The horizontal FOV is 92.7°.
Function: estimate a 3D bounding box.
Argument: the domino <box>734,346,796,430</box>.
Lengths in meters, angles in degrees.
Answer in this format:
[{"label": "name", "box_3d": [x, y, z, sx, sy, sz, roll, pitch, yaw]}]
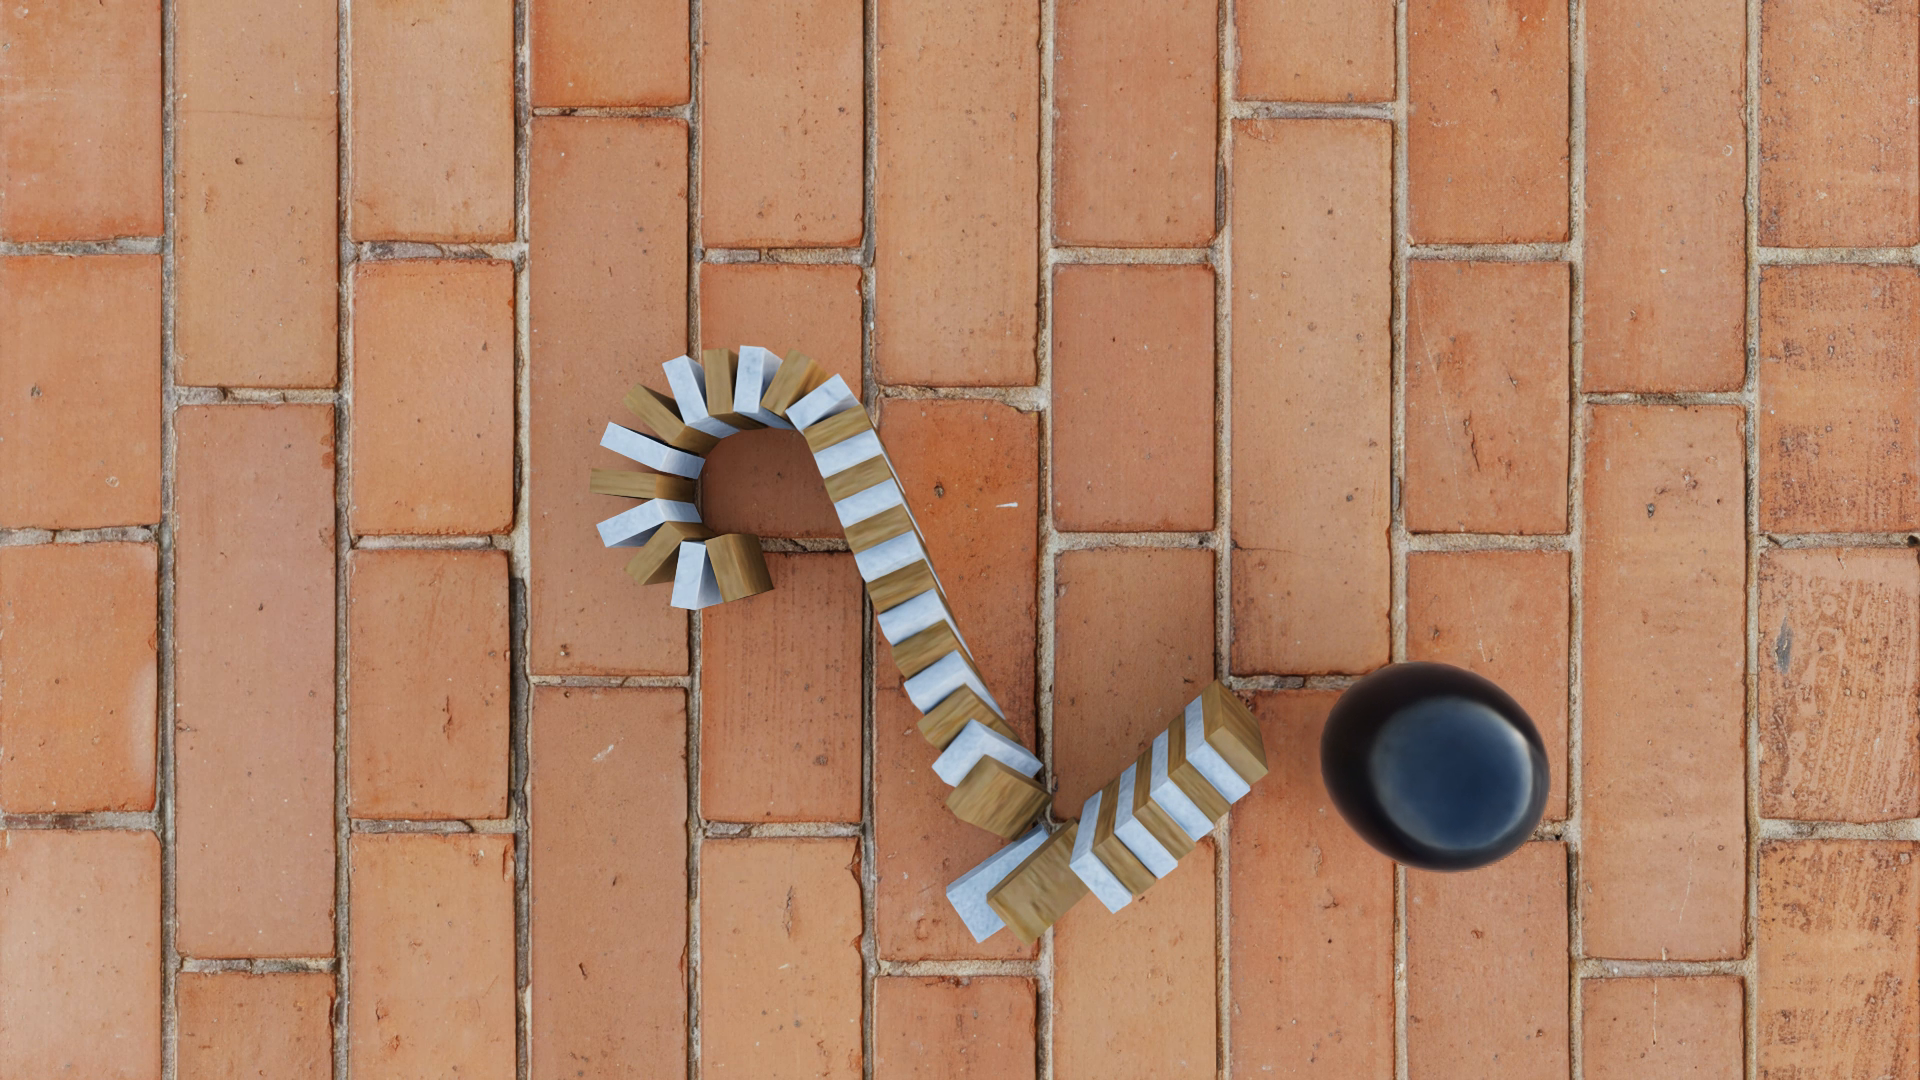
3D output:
[{"label": "domino", "box_3d": [-0.078, -0.061, 0.375, 0.009, 0.050, 0.025, 6, 90, 7]}]

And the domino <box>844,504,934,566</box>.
[{"label": "domino", "box_3d": [-0.028, 0.003, 0.375, 0.025, 0.050, 0.009, -24, 67, 0]}]

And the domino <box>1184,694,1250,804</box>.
[{"label": "domino", "box_3d": [0.104, 0.084, 0.375, 0.025, 0.050, 0.009, 46, 108, 0]}]

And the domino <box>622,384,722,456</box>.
[{"label": "domino", "box_3d": [-0.117, -0.048, 0.375, 0.025, 0.050, 0.010, 41, 91, 0]}]

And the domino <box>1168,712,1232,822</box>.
[{"label": "domino", "box_3d": [0.097, 0.091, 0.375, 0.025, 0.050, 0.010, 46, 108, 0]}]

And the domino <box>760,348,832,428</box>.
[{"label": "domino", "box_3d": [-0.063, -0.059, 0.375, 0.009, 0.050, 0.025, 29, 90, 9]}]

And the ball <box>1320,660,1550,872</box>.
[{"label": "ball", "box_3d": [0.184, 0.088, 0.360, 0.080, 0.080, 0.080, 0, 90, 0]}]

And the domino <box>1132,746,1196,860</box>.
[{"label": "domino", "box_3d": [0.084, 0.106, 0.375, 0.025, 0.050, 0.009, 46, 108, 0]}]

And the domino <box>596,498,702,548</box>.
[{"label": "domino", "box_3d": [-0.126, -0.007, 0.375, 0.025, 0.050, 0.010, -24, 90, 0]}]

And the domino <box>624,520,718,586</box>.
[{"label": "domino", "box_3d": [-0.117, 0.005, 0.375, 0.010, 0.050, 0.025, 42, 90, 0]}]

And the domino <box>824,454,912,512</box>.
[{"label": "domino", "box_3d": [-0.036, -0.016, 0.375, 0.025, 0.050, 0.010, -24, 70, 0]}]

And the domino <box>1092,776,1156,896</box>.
[{"label": "domino", "box_3d": [0.069, 0.120, 0.375, 0.025, 0.050, 0.010, 46, 109, 0]}]

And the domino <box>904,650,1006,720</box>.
[{"label": "domino", "box_3d": [-0.001, 0.067, 0.378, 0.025, 0.050, 0.010, -32, 49, 0]}]

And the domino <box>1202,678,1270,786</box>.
[{"label": "domino", "box_3d": [0.112, 0.077, 0.375, 0.025, 0.050, 0.010, 46, 108, 0]}]

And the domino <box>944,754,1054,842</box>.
[{"label": "domino", "box_3d": [0.017, 0.107, 0.378, 0.025, 0.050, 0.009, -49, 48, 0]}]

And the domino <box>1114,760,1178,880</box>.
[{"label": "domino", "box_3d": [0.077, 0.113, 0.375, 0.025, 0.050, 0.009, 46, 108, 0]}]

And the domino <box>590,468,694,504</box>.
[{"label": "domino", "box_3d": [-0.129, -0.022, 0.375, 0.025, 0.050, 0.009, 6, 90, 0]}]

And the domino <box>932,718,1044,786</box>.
[{"label": "domino", "box_3d": [0.012, 0.093, 0.378, 0.025, 0.050, 0.010, -50, 48, 1]}]

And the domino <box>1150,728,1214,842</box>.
[{"label": "domino", "box_3d": [0.091, 0.099, 0.375, 0.025, 0.050, 0.010, 46, 108, 0]}]

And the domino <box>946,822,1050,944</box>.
[{"label": "domino", "box_3d": [0.022, 0.148, 0.395, 0.050, 0.010, 0.025, -34, 90, 0]}]

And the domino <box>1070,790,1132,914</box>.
[{"label": "domino", "box_3d": [0.060, 0.126, 0.375, 0.009, 0.050, 0.025, -43, 90, 20]}]

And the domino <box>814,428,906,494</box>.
[{"label": "domino", "box_3d": [-0.040, -0.027, 0.375, 0.025, 0.050, 0.009, -24, 71, 0]}]

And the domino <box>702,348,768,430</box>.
[{"label": "domino", "box_3d": [-0.091, -0.061, 0.375, 0.009, 0.050, 0.025, -5, 90, 3]}]

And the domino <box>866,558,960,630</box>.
[{"label": "domino", "box_3d": [-0.018, 0.028, 0.376, 0.025, 0.050, 0.010, -24, 58, 0]}]

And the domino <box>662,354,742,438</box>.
[{"label": "domino", "box_3d": [-0.105, -0.057, 0.375, 0.009, 0.050, 0.025, -21, 90, 1]}]

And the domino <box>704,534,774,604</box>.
[{"label": "domino", "box_3d": [-0.089, 0.011, 0.375, 0.010, 0.050, 0.025, -17, 90, 0]}]

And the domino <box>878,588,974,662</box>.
[{"label": "domino", "box_3d": [-0.013, 0.041, 0.377, 0.025, 0.050, 0.010, -26, 54, 0]}]

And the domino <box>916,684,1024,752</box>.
[{"label": "domino", "box_3d": [0.005, 0.080, 0.378, 0.025, 0.050, 0.009, -40, 48, 0]}]

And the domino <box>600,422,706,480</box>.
[{"label": "domino", "box_3d": [-0.124, -0.036, 0.375, 0.025, 0.050, 0.009, 24, 90, 0]}]

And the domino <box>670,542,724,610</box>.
[{"label": "domino", "box_3d": [-0.104, 0.014, 0.375, 0.009, 0.050, 0.025, 9, 90, 0]}]

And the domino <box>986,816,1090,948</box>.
[{"label": "domino", "box_3d": [0.038, 0.144, 0.386, 0.050, 0.010, 0.025, -42, 90, 0]}]

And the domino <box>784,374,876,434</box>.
[{"label": "domino", "box_3d": [-0.052, -0.049, 0.375, 0.025, 0.050, 0.010, -35, 80, 0]}]

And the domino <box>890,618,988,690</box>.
[{"label": "domino", "box_3d": [-0.008, 0.054, 0.378, 0.025, 0.050, 0.009, -29, 51, 0]}]

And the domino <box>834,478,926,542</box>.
[{"label": "domino", "box_3d": [-0.032, -0.007, 0.375, 0.025, 0.050, 0.010, -24, 68, 0]}]

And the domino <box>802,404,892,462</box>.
[{"label": "domino", "box_3d": [-0.045, -0.038, 0.375, 0.025, 0.050, 0.010, -24, 77, 0]}]

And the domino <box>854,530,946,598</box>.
[{"label": "domino", "box_3d": [-0.023, 0.016, 0.376, 0.025, 0.050, 0.010, -24, 62, 0]}]
